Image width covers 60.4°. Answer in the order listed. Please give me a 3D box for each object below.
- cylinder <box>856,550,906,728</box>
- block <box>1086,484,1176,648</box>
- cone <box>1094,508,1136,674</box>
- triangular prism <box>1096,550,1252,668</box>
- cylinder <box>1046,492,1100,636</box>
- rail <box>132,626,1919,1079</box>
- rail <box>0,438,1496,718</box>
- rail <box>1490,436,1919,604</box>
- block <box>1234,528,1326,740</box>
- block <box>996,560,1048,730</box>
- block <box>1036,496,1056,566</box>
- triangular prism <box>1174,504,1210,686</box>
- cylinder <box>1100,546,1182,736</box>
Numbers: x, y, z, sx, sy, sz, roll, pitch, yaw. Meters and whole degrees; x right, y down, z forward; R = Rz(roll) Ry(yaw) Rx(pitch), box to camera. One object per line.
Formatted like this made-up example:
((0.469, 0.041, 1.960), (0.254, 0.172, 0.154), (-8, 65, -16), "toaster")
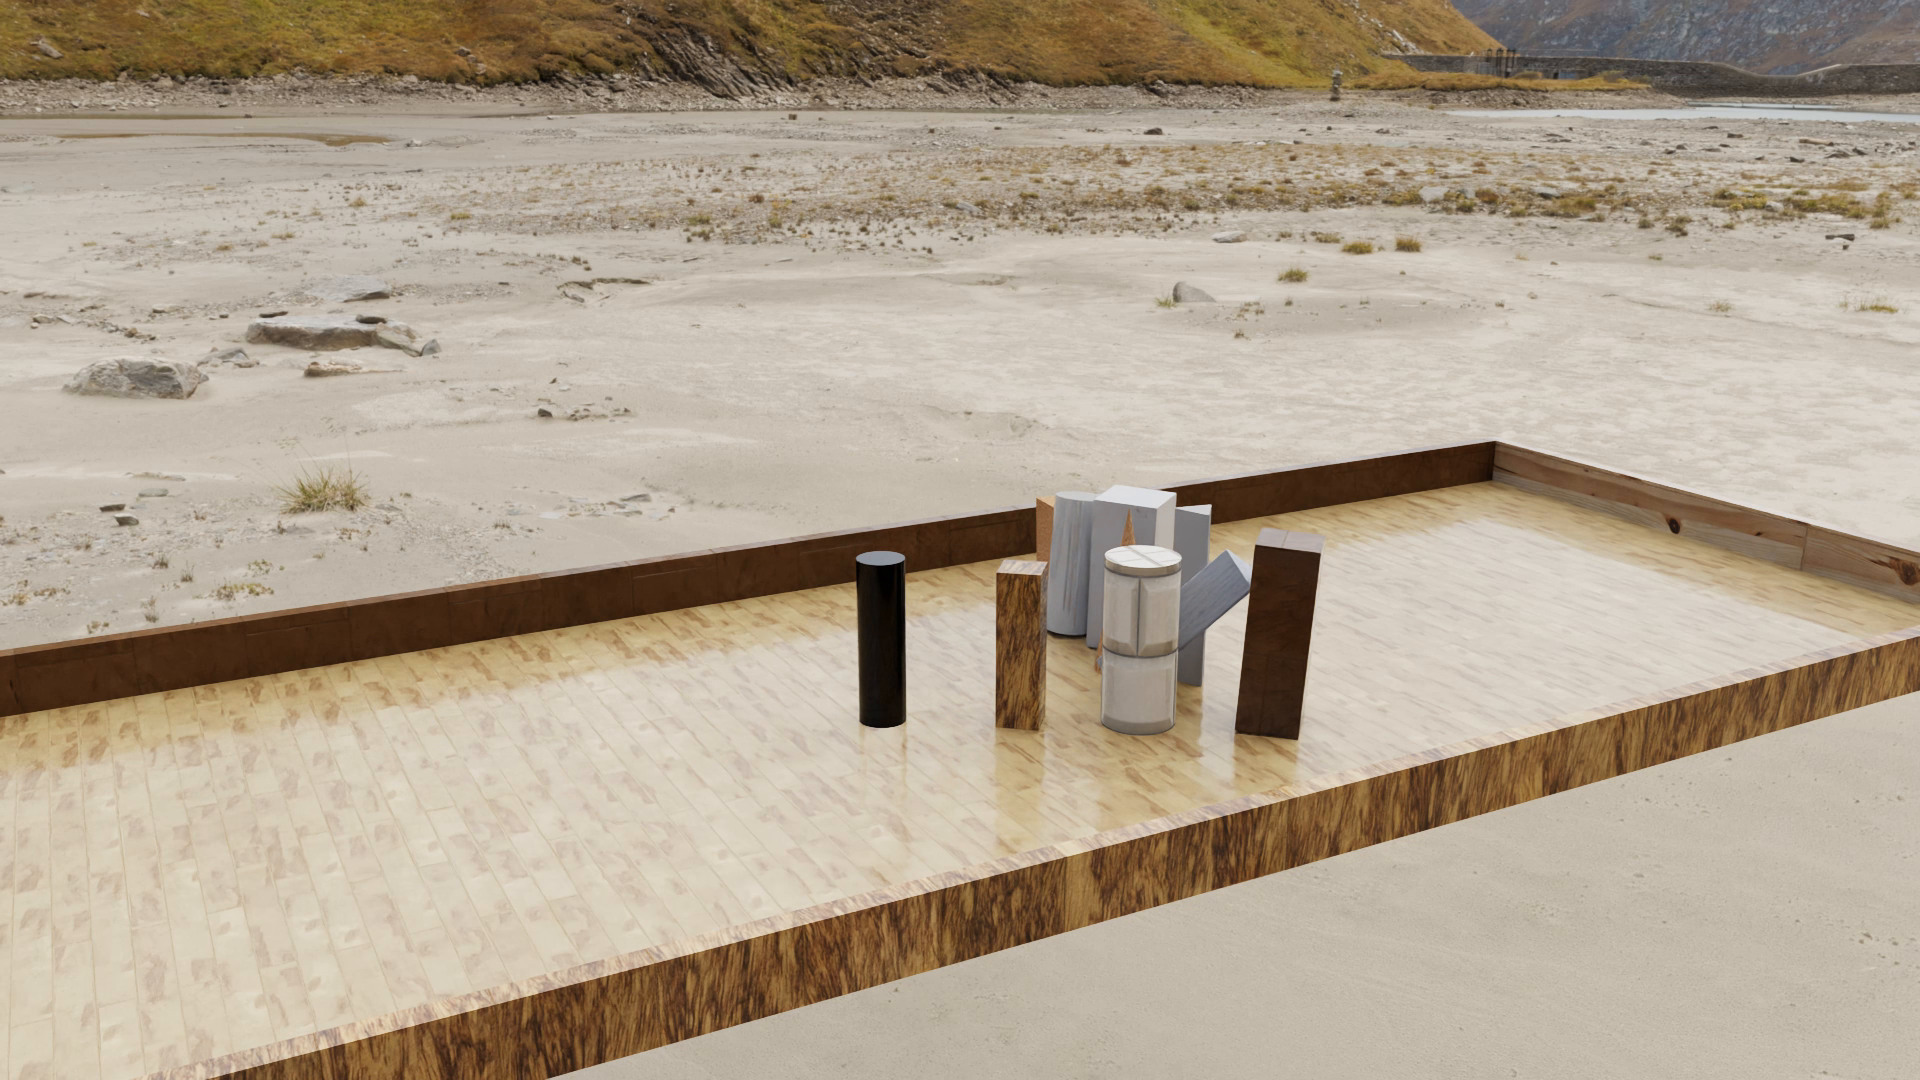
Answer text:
((-0.183, 0.233, 3.855), (0.114, 0.399, 0.114), (0, 16, 0), "cylinder")
((0.452, 0.079, 4.358), (0.170, 0.405, 0.170), (9, 19, 23), "block")
((0.423, 0.122, 4.175), (0.157, 0.431, 0.157), (0, 16, 0), "cone")
((0.519, 0.197, 3.986), (0.105, 0.441, 0.121), (47, 24, 1), "triangular prism")
((0.313, 0.062, 4.469), (0.141, 0.368, 0.141), (4, 12, -1), "cylinder")
((-2.336, 1.006, 1.665), (12.000, 0.150, 0.050), (-9, 18, -27), "rail")
((-3.305, 0.497, 3.399), (12.000, 0.150, 0.050), (-9, 18, -27), "rail")
((2.466, -0.048, 5.253), (0.050, 0.150, 2.100), (-9, 18, -27), "rail")
((0.739, 0.215, 3.808), (0.146, 0.452, 0.146), (8, 18, 15), "block")
((0.143, 0.245, 3.847), (0.103, 0.380, 0.103), (3, 17, 11), "block")
((0.314, 0.045, 4.625), (0.155, 0.317, 0.155), (-5, 14, -16), "block")
((0.591, 0.135, 4.108), (0.097, 0.445, 0.084), (14, 22, 40), "triangular prism")
((0.420, 0.232, 3.843), (0.176, 0.407, 0.176), (0, 16, 0), "cylinder")
